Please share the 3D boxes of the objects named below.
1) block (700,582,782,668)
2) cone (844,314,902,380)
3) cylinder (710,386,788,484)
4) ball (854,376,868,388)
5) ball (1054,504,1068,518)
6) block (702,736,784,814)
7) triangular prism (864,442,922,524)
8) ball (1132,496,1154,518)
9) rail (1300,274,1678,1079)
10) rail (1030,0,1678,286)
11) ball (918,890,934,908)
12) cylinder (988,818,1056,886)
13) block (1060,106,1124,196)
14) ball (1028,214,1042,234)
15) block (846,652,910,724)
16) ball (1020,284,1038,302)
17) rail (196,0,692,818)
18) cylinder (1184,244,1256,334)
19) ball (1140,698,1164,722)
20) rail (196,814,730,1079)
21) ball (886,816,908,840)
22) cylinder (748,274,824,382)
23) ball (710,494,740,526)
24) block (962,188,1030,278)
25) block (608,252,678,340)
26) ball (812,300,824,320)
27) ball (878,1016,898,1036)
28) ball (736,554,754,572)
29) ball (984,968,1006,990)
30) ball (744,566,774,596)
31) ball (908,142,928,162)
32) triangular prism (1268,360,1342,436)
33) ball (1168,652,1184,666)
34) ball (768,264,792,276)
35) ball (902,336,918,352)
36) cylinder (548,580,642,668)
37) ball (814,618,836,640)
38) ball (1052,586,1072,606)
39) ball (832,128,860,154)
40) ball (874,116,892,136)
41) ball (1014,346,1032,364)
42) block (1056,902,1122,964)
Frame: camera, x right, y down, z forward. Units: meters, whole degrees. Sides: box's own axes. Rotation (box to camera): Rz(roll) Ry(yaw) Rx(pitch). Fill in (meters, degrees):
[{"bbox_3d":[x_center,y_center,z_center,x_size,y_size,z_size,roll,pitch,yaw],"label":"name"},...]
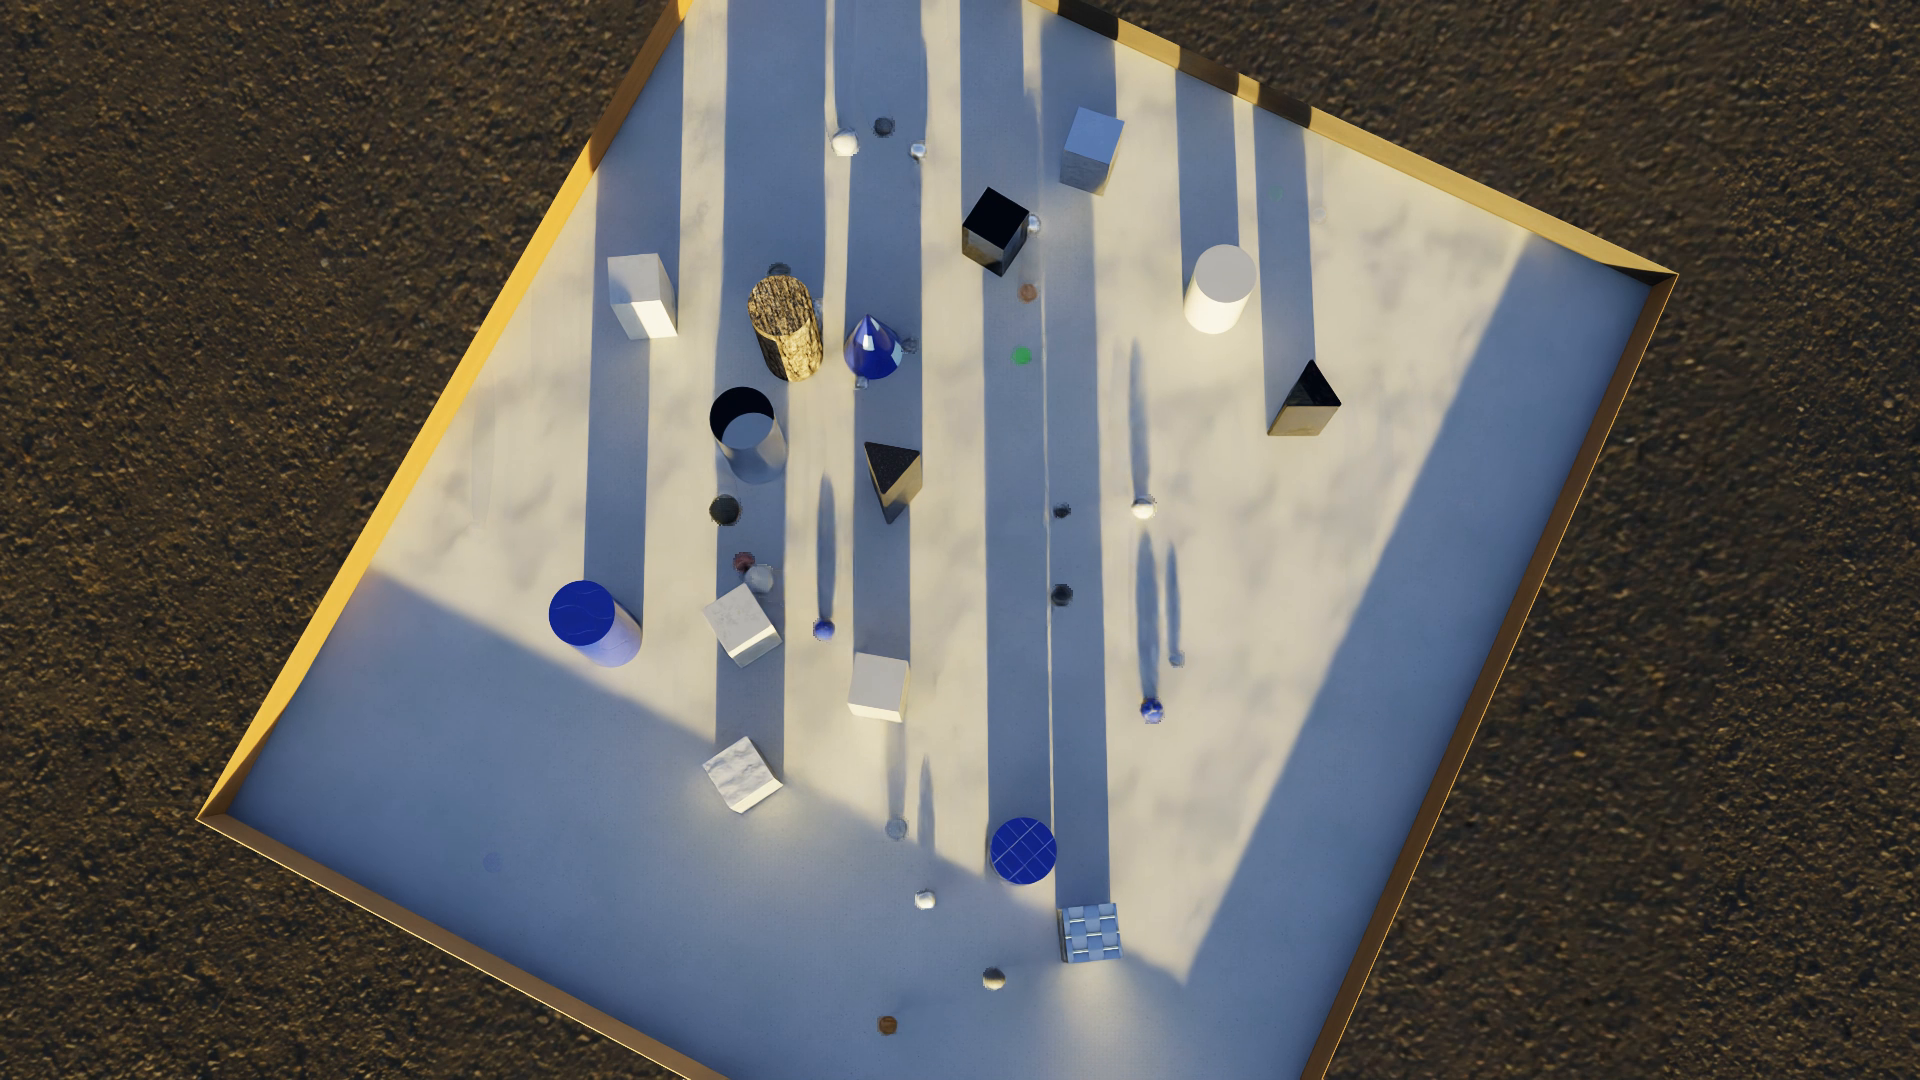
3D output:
[{"bbox_3d":[-0.639,0.255,5.398,0.149,0.324,0.149,-33,80,-6],"label":"block"},{"bbox_3d":[-0.272,-0.629,5.560,0.186,0.365,0.186,0,78,0],"label":"cone"},{"bbox_3d":[-0.625,-0.306,5.459,0.186,0.433,0.186,0,78,0],"label":"cylinder"},{"bbox_3d":[-0.310,-0.491,5.696,0.042,0.042,0.042,0,78,0],"label":"ball"},{"bbox_3d":[0.311,-0.088,5.613,0.042,0.042,0.042,0,78,0],"label":"ball"},{"bbox_3d":[-0.630,0.685,5.337,0.149,0.269,0.149,-33,80,-7],"label":"block"},{"bbox_3d":[-0.220,-0.194,5.445,0.140,0.413,0.161,40,81,8],"label":"triangular prism"},{"bbox_3d":[0.559,-0.100,5.601,0.070,0.070,0.070,0,78,0],"label":"ball"},{"bbox_3d":[1.423,0.703,5.408,0.045,0.121,3.482,26,80,5],"label":"rail"},{"bbox_3d":[0.768,-1.498,5.863,3.230,0.121,0.045,26,80,5],"label":"rail"},{"bbox_3d":[-0.100,1.054,5.372,0.052,0.052,0.052,0,78,0],"label":"ball"},{"bbox_3d":[0.179,0.901,5.281,0.186,0.291,0.186,0,78,0],"label":"cylinder"},{"bbox_3d":[0.411,-1.213,5.735,0.149,0.258,0.149,19,79,4],"label":"block"},{"bbox_3d":[0.226,-0.999,5.792,0.061,0.061,0.061,0,78,0],"label":"ball"},{"bbox_3d":[-0.235,0.435,5.371,0.149,0.304,0.149,10,78,2],"label":"block"},{"bbox_3d":[0.214,-0.775,5.748,0.057,0.057,0.057,0,78,0],"label":"ball"},{"bbox_3d":[-1.423,-0.690,5.696,0.045,0.121,3.482,26,80,5],"label":"rail"},{"bbox_3d":[0.795,-0.768,5.626,0.186,0.291,0.186,0,78,0],"label":"cylinder"},{"bbox_3d":[0.573,0.508,5.475,0.072,0.072,0.072,0,78,0],"label":"ball"},{"bbox_3d":[-0.768,1.511,5.241,3.230,0.121,0.045,26,80,5],"label":"rail"},{"bbox_3d":[-0.187,0.850,5.406,0.067,0.067,0.067,0,78,0],"label":"ball"},{"bbox_3d":[-0.520,-0.631,5.513,0.186,0.458,0.186,0,78,0],"label":"cylinder"},{"bbox_3d":[-0.717,-0.092,5.588,0.093,0.093,0.093,0,78,0],"label":"ball"},{"bbox_3d":[0.109,-0.954,5.690,0.149,0.243,0.149,32,80,6],"label":"block"},{"bbox_3d":[-0.967,-0.741,5.598,0.149,0.336,0.149,-5,78,-1],"label":"block"},{"bbox_3d":[-0.455,-0.721,5.733,0.064,0.064,0.064,0,78,0],"label":"ball"},{"bbox_3d":[-0.208,1.403,5.298,0.056,0.056,0.056,0,78,0],"label":"ball"},{"bbox_3d":[-0.656,0.071,5.573,0.056,0.056,0.056,0,78,0],"label":"ball"},{"bbox_3d":[0.101,1.275,5.322,0.060,0.060,0.060,0,78,0],"label":"ball"},{"bbox_3d":[-0.610,0.122,5.545,0.091,0.091,0.091,0,78,0],"label":"ball"},{"bbox_3d":[-0.133,-1.239,5.841,0.062,0.062,0.062,0,78,0],"label":"ball"},{"bbox_3d":[1.033,-0.428,5.534,0.161,0.336,0.140,0,78,0],"label":"triangular prism"},{"bbox_3d":[0.650,0.359,5.518,0.046,0.046,0.046,0,78,0],"label":"ball"},{"bbox_3d":[-0.566,-0.825,5.748,0.075,0.075,0.075,0,78,0],"label":"ball"},{"bbox_3d":[-0.158,-0.610,5.717,0.050,0.050,0.050,0,78,0],"label":"ball"},{"bbox_3d":[-1.055,0.249,5.333,0.186,0.453,0.186,0,78,0],"label":"cylinder"},{"bbox_3d":[-0.408,0.269,5.529,0.062,0.062,0.062,0,78,0],"label":"ball"},{"bbox_3d":[0.306,0.171,5.550,0.061,0.061,0.061,0,78,0],"label":"ball"},{"bbox_3d":[-0.364,-1.271,5.835,0.086,0.086,0.086,0,78,0],"label":"ball"},{"bbox_3d":[-0.245,-1.321,5.859,0.061,0.061,0.061,0,78,0],"label":"ball"},{"bbox_3d":[0.195,-0.574,5.707,0.054,0.054,0.054,0,78,0],"label":"ball"},{"bbox_3d":[0.363,1.115,5.203,0.149,0.357,0.149,-6,78,-1],"label":"block"}]
